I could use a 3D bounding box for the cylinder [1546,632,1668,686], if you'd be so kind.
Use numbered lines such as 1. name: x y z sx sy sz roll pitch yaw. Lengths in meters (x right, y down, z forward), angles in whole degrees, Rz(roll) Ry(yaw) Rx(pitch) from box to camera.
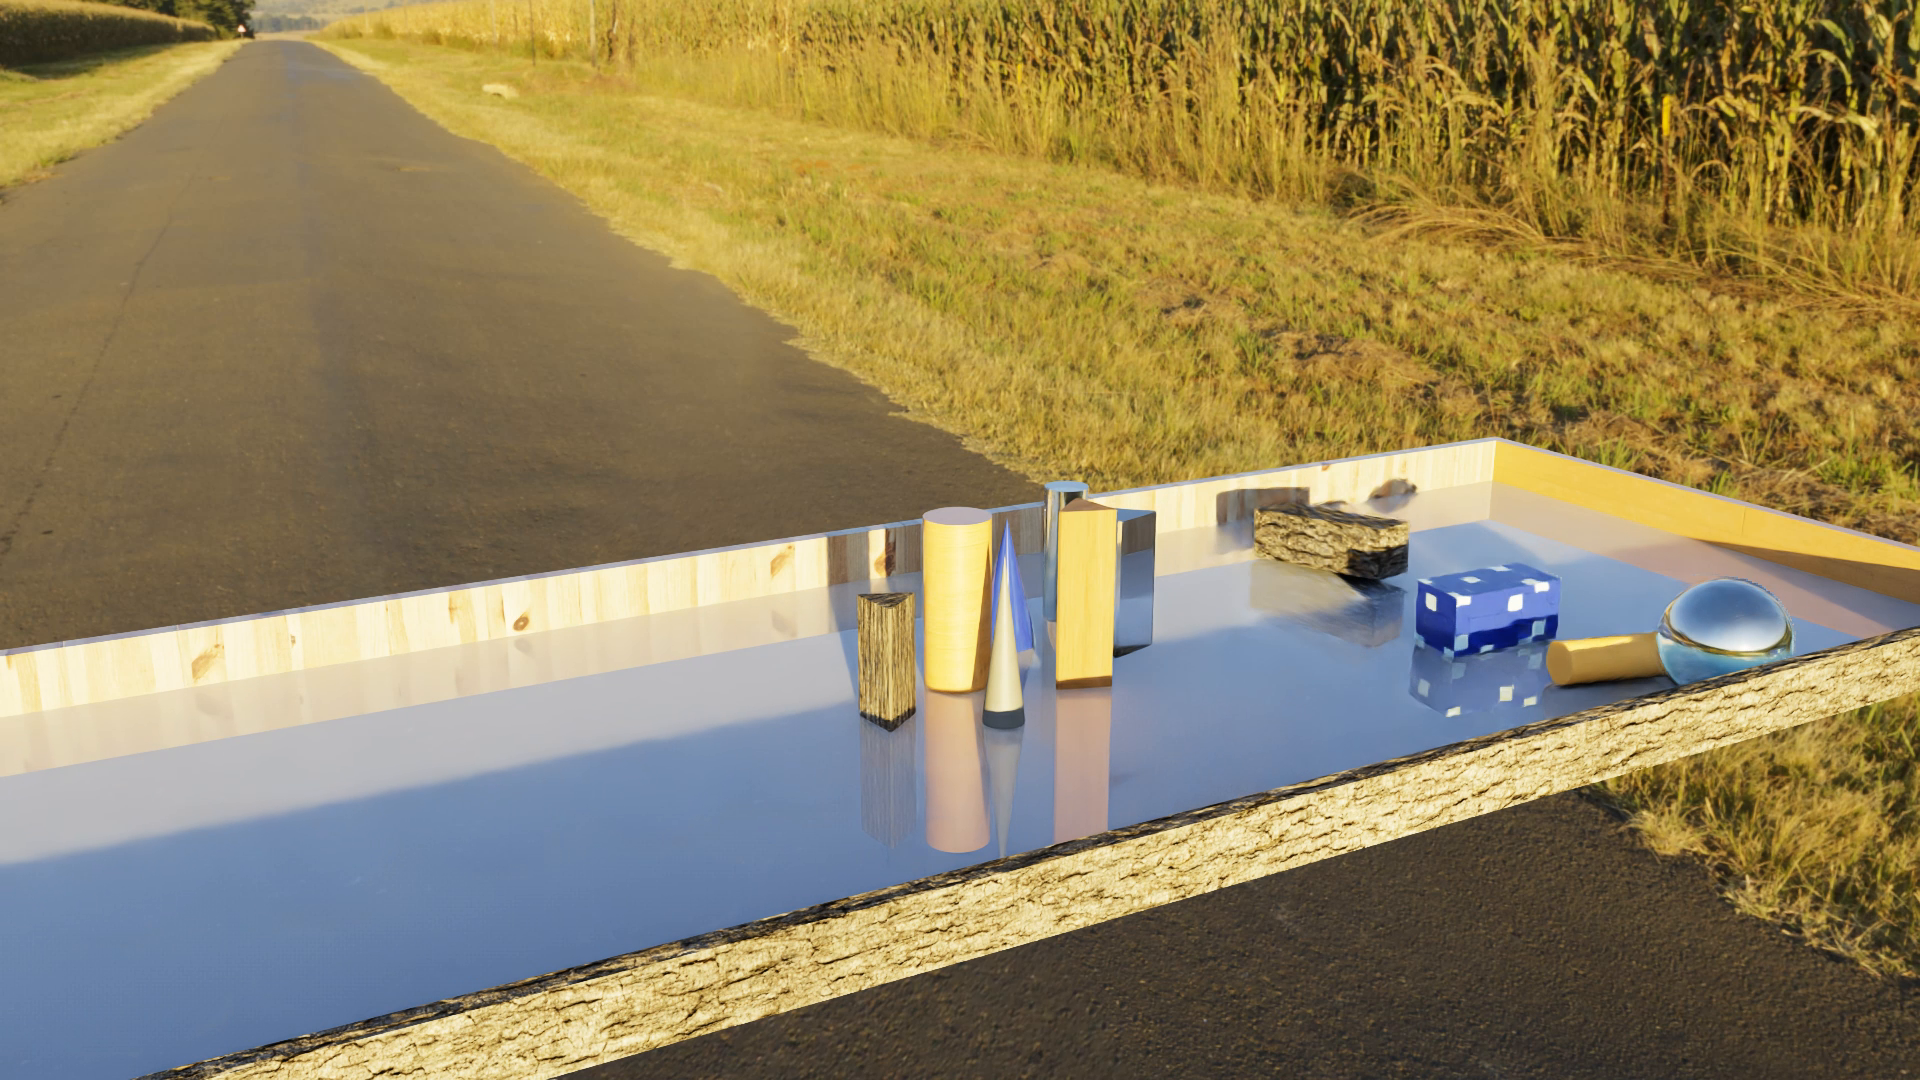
1. cylinder: 1.710 0.292 4.166 0.441 0.111 0.111 -4 17 -13

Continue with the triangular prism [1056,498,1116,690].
1. triangular prism: 0.300 0.131 4.097 0.140 0.457 0.121 -3 17 -9

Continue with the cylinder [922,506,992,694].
1. cylinder: -0.006 0.149 4.084 0.170 0.432 0.170 0 16 0

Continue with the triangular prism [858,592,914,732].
1. triangular prism: -0.154 0.277 3.877 0.115 0.301 0.132 -12 20 -35

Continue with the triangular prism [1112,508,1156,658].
1. triangular prism: 0.415 0.103 4.349 0.148 0.369 0.128 -16 23 -43

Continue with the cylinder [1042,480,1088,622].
1. cylinder: 0.293 0.033 4.574 0.122 0.376 0.122 0 16 0

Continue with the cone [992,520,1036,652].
1. cone: 0.124 0.109 4.374 0.163 0.345 0.163 0 16 0

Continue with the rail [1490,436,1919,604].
1. rail: 2.466 -0.048 5.253 0.050 0.150 2.100 -9 18 -27

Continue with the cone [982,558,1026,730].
1. cone: 0.103 0.232 3.842 0.104 0.409 0.104 0 16 0

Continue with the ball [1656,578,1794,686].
1. ball: 1.849 0.244 3.990 0.302 0.302 0.302 0 16 0

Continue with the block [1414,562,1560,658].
1. block: 1.411 0.185 4.414 0.333 0.165 0.165 -8 18 -20

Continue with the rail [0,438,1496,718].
1. rail: -3.305 0.497 3.399 12.000 0.150 0.050 -9 18 -27

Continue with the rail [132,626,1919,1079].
1. rail: -2.336 1.006 1.665 12.000 0.150 0.050 -9 18 -27

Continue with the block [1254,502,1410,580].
1. block: 1.126 -0.001 5.027 0.152 0.152 0.451 -12 16 -42
